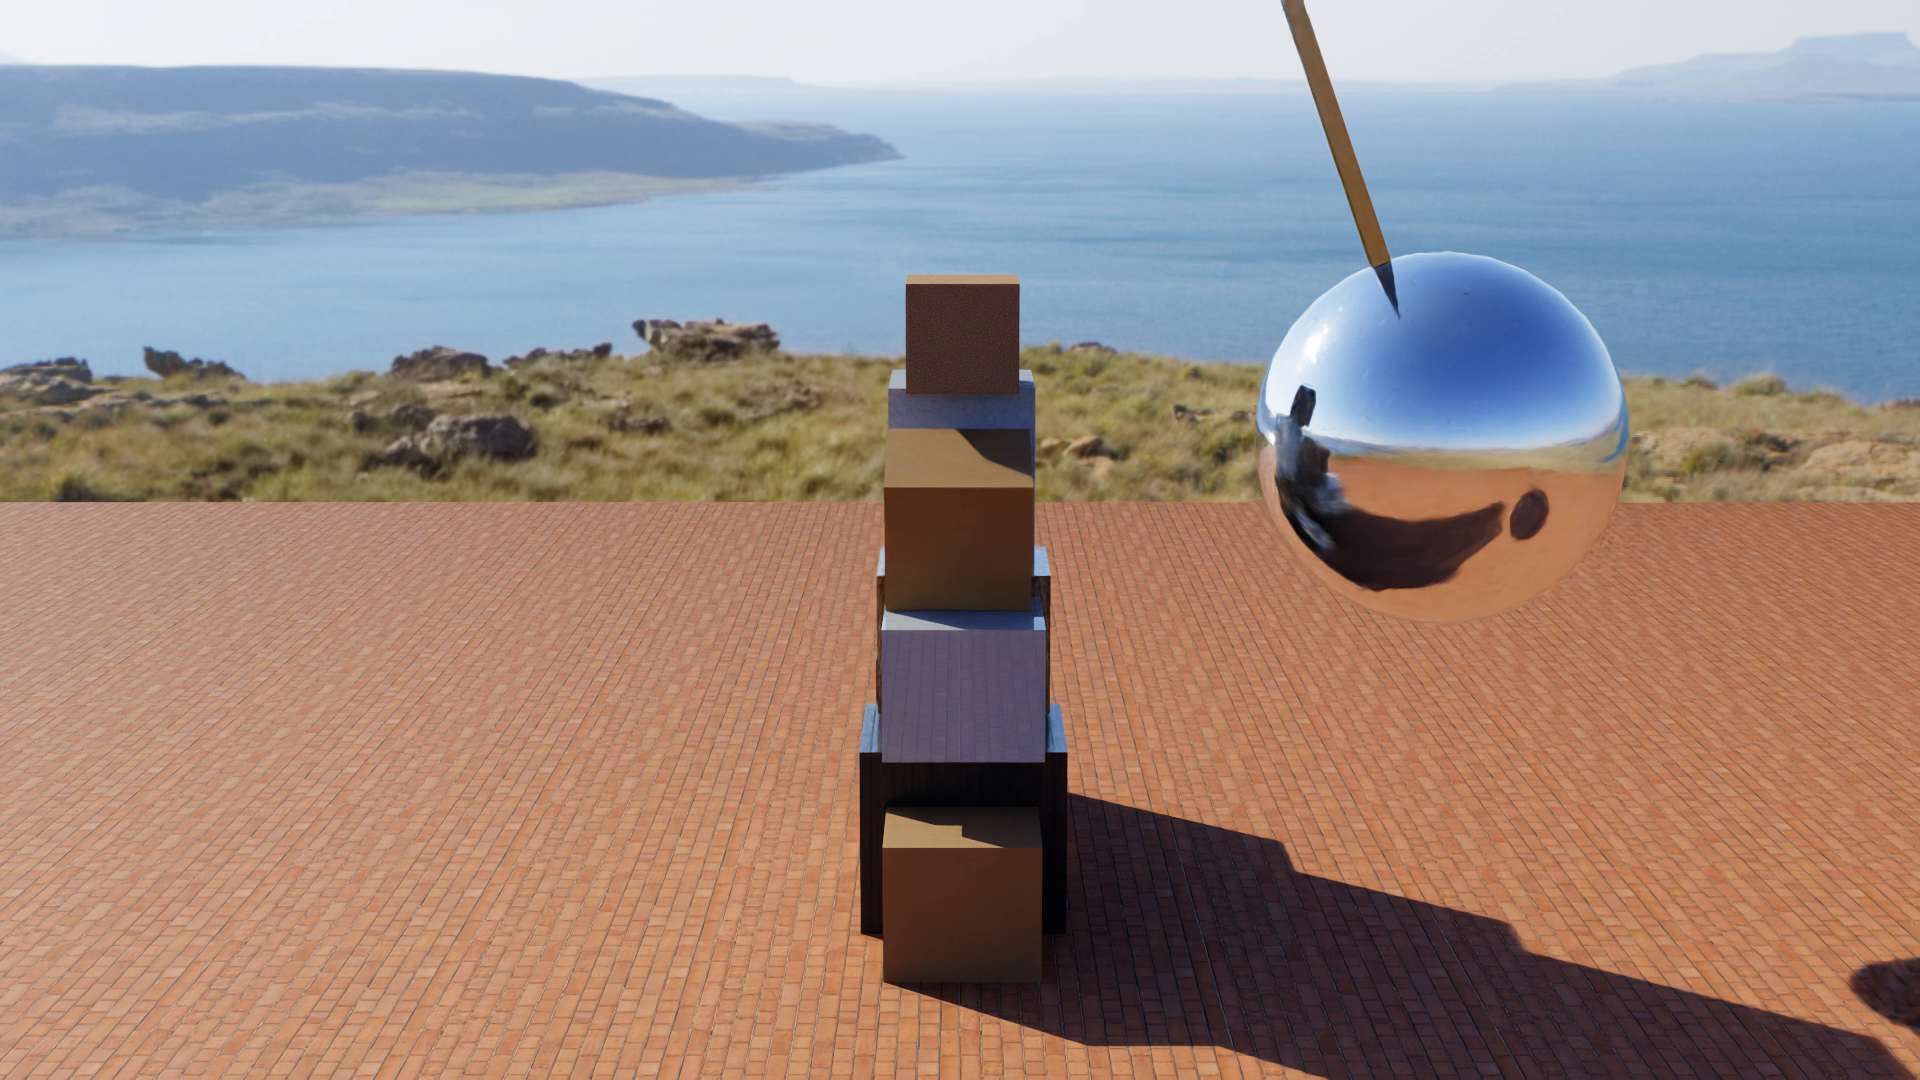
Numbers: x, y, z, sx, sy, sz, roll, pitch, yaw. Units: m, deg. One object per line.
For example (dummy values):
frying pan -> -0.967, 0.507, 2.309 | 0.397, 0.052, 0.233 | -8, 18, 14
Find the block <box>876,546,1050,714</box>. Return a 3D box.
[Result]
block -> 0.016, 0.386, 11.251 | 0.737, 0.600, 0.675 | 0, 10, 0

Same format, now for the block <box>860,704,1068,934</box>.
block -> 0.014, 1.173, 10.950 | 0.851, 0.774, 0.830 | 0, 10, 0

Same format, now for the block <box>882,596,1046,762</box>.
block -> 0.015, 0.568, 10.596 | 0.655, 0.544, 0.658 | 0, 10, 0

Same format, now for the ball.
ball -> 2.074, -0.444, 11.100 | 1.600, 1.600, 1.600 | 0, 10, 0

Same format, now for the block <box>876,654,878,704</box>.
block -> -0.018, 0.890, 12.410 | 0.748, 0.808, 0.753 | 0, 10, 0

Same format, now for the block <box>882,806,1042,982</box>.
block -> 0.009, 1.411, 10.274 | 0.620, 0.547, 0.566 | 0, 10, 0

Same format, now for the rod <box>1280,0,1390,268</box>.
rod -> 0.899, -3.582, 10.529 | 0.080, 5.200, 0.080 | -20, 10, 4

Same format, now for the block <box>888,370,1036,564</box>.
block -> 0.008, -0.338, 11.421 | 0.631, 0.763, 0.713 | 0, 10, 0

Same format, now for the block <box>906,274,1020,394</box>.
block -> 0.011, -0.888, 11.019 | 0.478, 0.464, 0.508 | 0, 10, 0

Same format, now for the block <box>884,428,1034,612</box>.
block -> -0.007, -0.089, 10.715 | 0.602, 0.562, 0.585 | 0, 26, 0
